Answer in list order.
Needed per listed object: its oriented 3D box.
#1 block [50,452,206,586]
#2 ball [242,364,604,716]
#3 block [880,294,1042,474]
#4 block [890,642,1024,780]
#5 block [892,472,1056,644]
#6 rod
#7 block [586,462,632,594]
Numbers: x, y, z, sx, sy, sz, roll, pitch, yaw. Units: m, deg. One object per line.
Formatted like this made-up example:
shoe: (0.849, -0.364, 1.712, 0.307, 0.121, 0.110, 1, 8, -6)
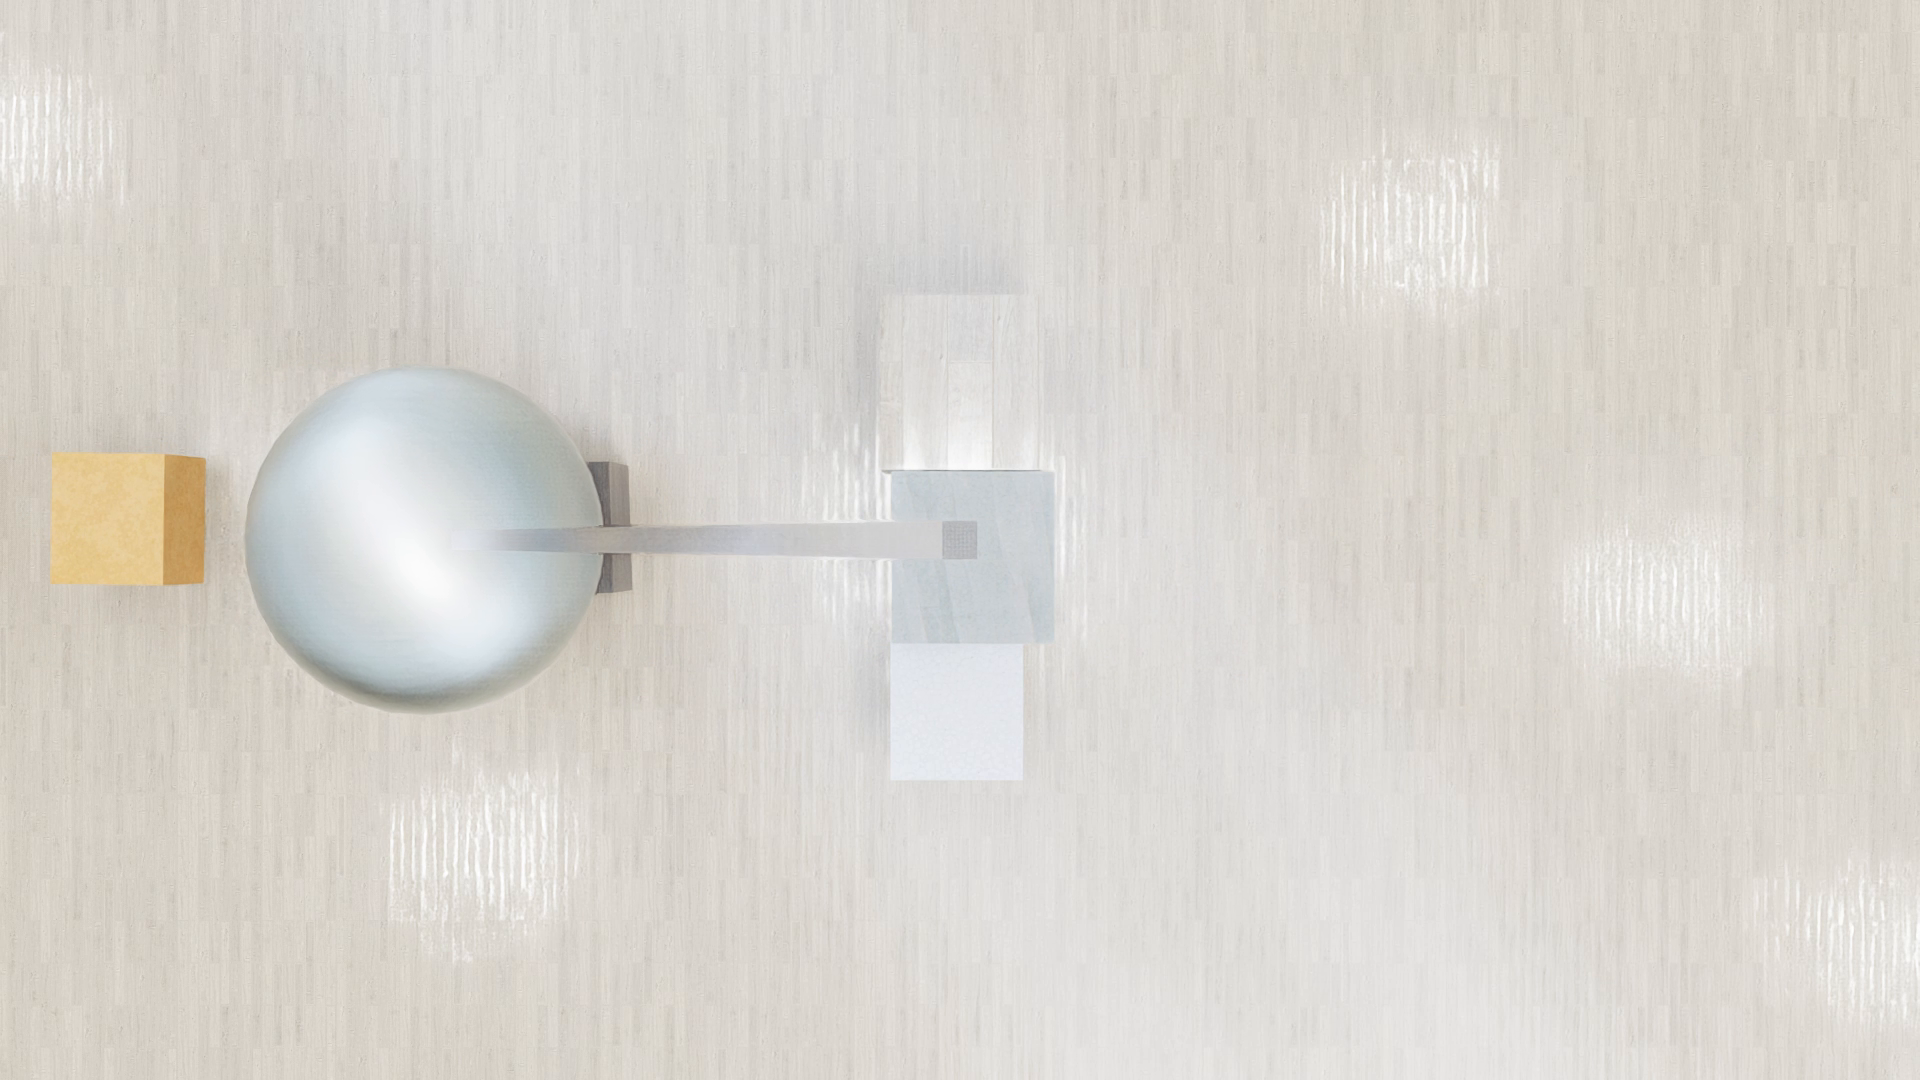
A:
block: (-4.779, -0.119, 12.664, 0.630, 0.673, 0.737, 1, 90, 0)
ball: (-2.429, 0.000, 10.030, 1.600, 1.600, 1.600, 0, 90, 0)
block: (0.008, -0.868, 12.541, 0.896, 0.918, 0.962, 0, 90, 0)
block: (-0.018, 0.964, 12.673, 0.744, 0.654, 0.770, 0, 90, 0)
block: (0.072, 0.096, 12.541, 0.898, 0.919, 0.946, 0, 90, 0)
rod: (-1.053, 0.000, 6.921, 0.080, 5.200, 0.080, 0, 90, -24)
block: (-2.263, -0.061, 12.642, 0.631, 0.716, 0.735, -2, 90, 0)
